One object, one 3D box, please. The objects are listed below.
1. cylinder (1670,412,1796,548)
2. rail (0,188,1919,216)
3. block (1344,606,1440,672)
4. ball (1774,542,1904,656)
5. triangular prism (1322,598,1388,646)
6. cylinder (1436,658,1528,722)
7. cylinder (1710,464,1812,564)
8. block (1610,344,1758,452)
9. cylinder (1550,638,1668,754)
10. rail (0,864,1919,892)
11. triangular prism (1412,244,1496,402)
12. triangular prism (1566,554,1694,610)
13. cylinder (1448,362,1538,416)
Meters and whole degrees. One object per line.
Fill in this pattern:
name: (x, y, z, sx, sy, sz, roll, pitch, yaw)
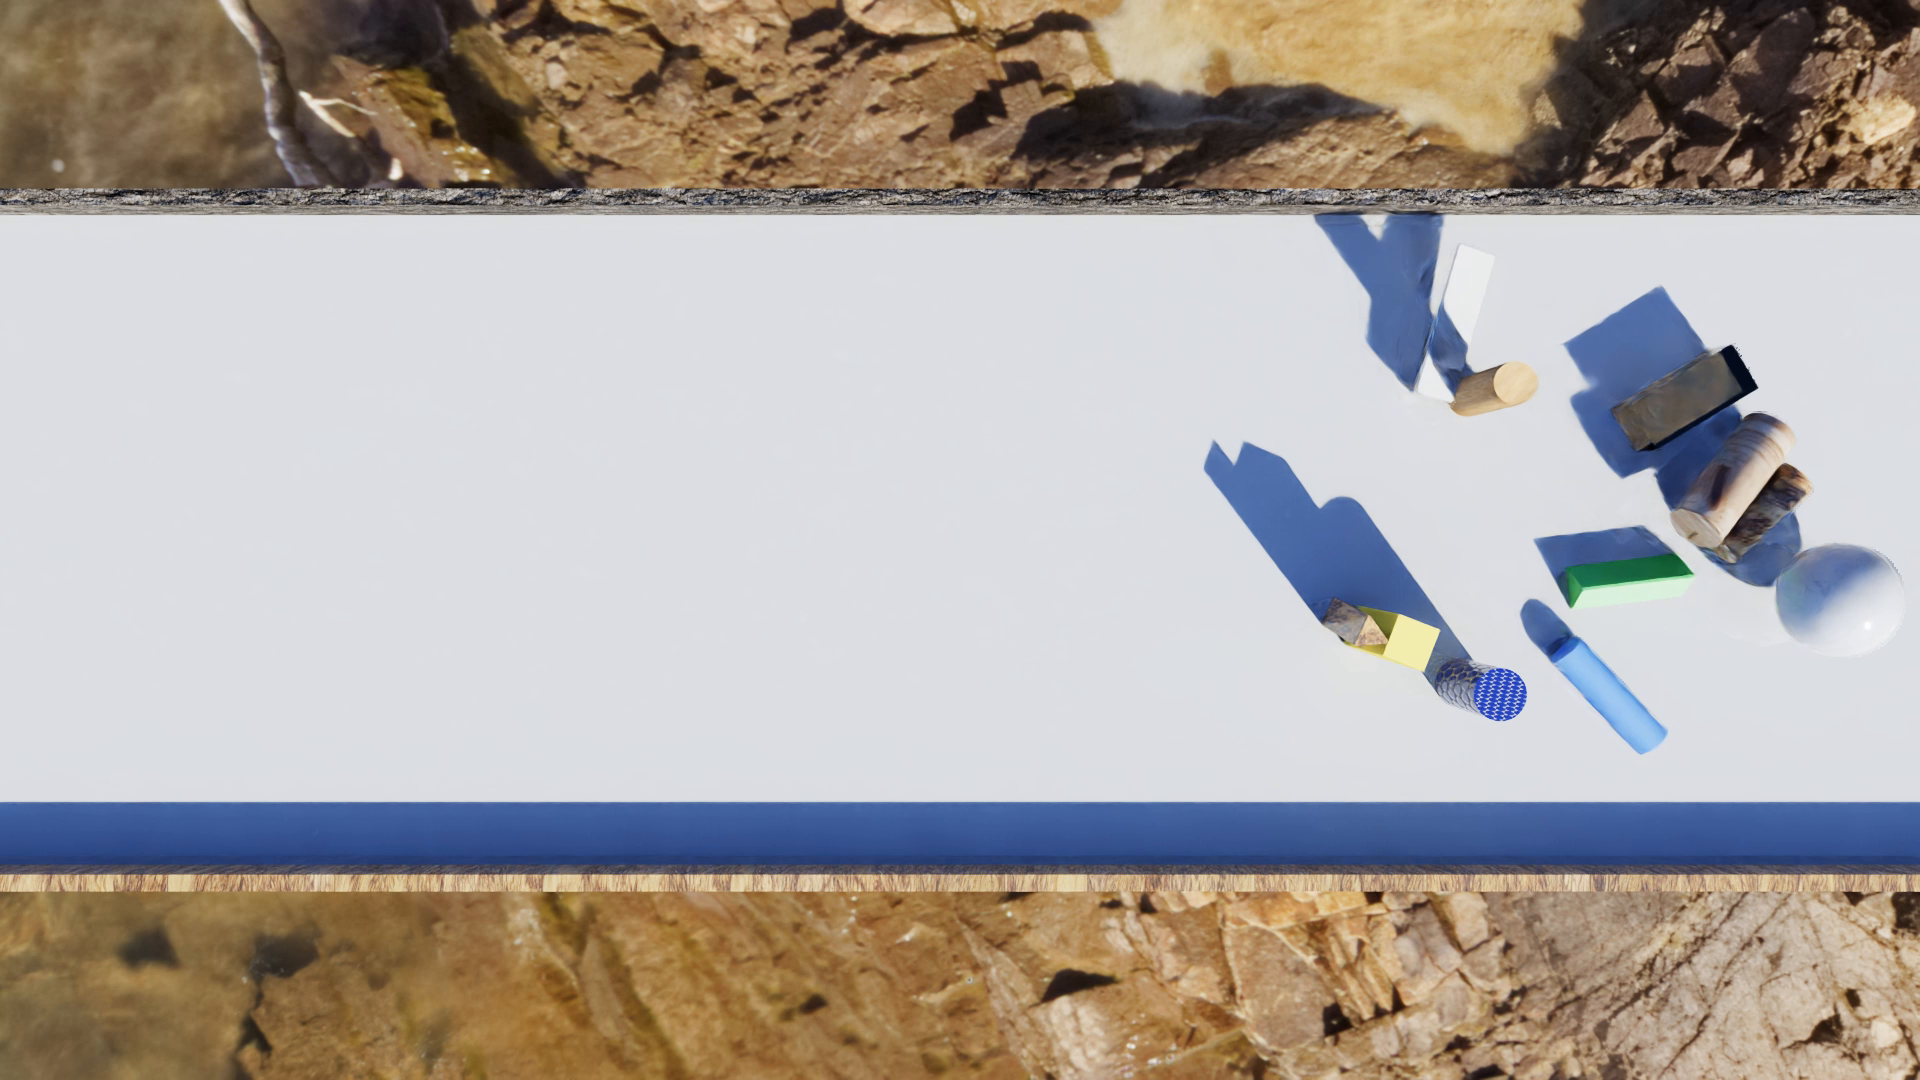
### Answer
cylinder: (2.301, -0.179, 4.911, 0.161, 0.161, 0.412, 43, 75, 0)
rail: (-2.247, -1.025, 5.002, 12.000, 0.150, 0.050, 0, 90, 0)
block: (1.272, 0.288, 4.878, 0.127, 0.389, 0.127, 21, 90, -4)
ball: (2.578, 0.174, 4.842, 0.338, 0.338, 0.338, 0, 90, 0)
triangular prism: (1.159, 0.235, 4.875, 0.094, 0.395, 0.082, -6, 96, -1)
cylinder: (1.538, 0.440, 4.885, 0.152, 0.384, 0.152, 0, 90, 0)
cylinder: (2.428, -0.081, 5.018, 0.320, 0.118, 0.118, -43, 90, 0)
block: (2.192, -0.428, 4.999, 0.355, 0.155, 0.155, -31, 90, 0)
cylinder: (1.975, 0.475, 5.021, 0.111, 0.111, 0.385, -43, 90, 0)
rail: (-2.247, 1.025, 5.001, 12.000, 0.150, 0.050, 0, 90, 0)
triangular prism: (1.463, -0.656, 4.969, 0.136, 0.117, 0.454, 19, 96, 40)
triangular prism: (2.041, 0.128, 5.017, 0.341, 0.113, 0.130, -7, 90, 0)
cylinder: (1.561, -0.441, 4.854, 0.123, 0.445, 0.123, 0, 90, 0)
